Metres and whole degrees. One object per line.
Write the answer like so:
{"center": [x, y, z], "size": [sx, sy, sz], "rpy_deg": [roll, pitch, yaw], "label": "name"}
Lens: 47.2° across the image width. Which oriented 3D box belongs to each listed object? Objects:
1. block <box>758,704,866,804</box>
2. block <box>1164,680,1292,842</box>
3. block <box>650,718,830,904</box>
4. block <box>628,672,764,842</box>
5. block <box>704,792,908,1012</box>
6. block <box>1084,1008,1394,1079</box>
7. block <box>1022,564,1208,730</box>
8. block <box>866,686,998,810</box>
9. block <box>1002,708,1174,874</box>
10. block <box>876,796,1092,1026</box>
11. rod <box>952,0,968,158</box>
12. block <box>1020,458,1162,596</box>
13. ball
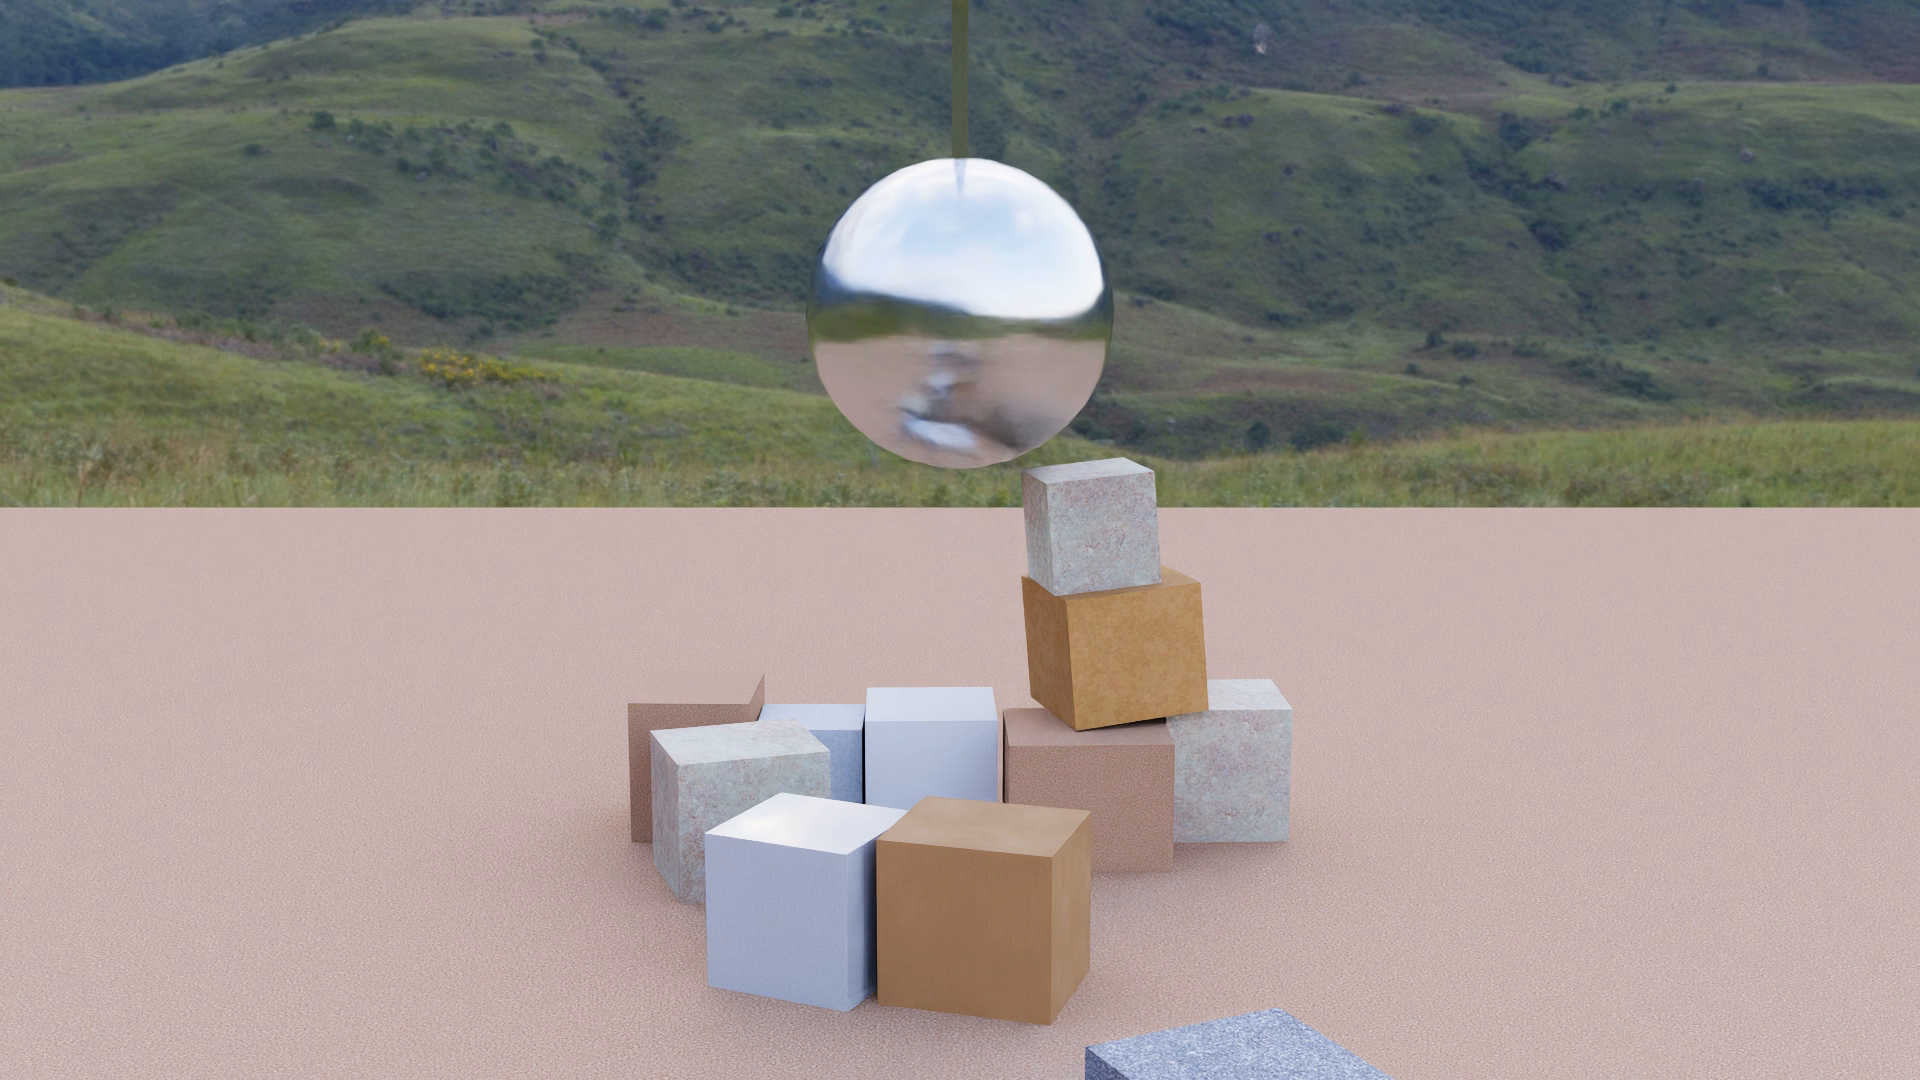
{"center": [-0.764, 1.194, 11.387], "size": [0.540, 0.576, 0.515], "rpy_deg": [0, 10, 0], "label": "block"}
{"center": [1.340, 1.135, 11.393], "size": [0.636, 0.690, 0.629], "rpy_deg": [0, 10, -2], "label": "block"}
{"center": [-1.059, 1.292, 10.582], "size": [0.729, 0.672, 0.636], "rpy_deg": [-4, 11, -19], "label": "block"}
{"center": [-1.351, 1.116, 11.396], "size": [0.611, 0.726, 0.668], "rpy_deg": [0, 10, 2], "label": "block"}
{"center": [-0.623, 1.520, 9.335], "size": [0.666, 0.670, 0.638], "rpy_deg": [5, 11, 25], "label": "block"}
{"center": [0.893, 1.969, 6.908], "size": [0.736, 0.654, 0.741], "rpy_deg": [-5, 11, -25], "label": "block"}
{"center": [0.778, 0.515, 11.166], "size": [0.699, 0.650, 0.749], "rpy_deg": [-8, 11, -14], "label": "block"}
{"center": [-0.152, 1.160, 11.390], "size": [0.664, 0.643, 0.685], "rpy_deg": [0, 10, -1], "label": "block"}
{"center": [0.626, 1.237, 10.967], "size": [0.796, 0.641, 0.713], "rpy_deg": [0, 10, -1], "label": "block"}
{"center": [0.109, 1.529, 9.181], "size": [0.739, 0.706, 0.640], "rpy_deg": [3, 11, 17], "label": "block"}
{"center": [0.000, -4.468, 10.545], "size": [0.080, 5.200, 0.080], "rpy_deg": [0, 14, 0], "label": "rod"}
{"center": [0.655, -0.075, 11.070], "size": [0.547, 0.561, 0.551], "rpy_deg": [-7, 11, -11], "label": "block"}
{"center": [0.000, -1.171, 11.376], "size": [1.600, 1.600, 1.600], "rpy_deg": [0, 10, 0], "label": "ball"}
